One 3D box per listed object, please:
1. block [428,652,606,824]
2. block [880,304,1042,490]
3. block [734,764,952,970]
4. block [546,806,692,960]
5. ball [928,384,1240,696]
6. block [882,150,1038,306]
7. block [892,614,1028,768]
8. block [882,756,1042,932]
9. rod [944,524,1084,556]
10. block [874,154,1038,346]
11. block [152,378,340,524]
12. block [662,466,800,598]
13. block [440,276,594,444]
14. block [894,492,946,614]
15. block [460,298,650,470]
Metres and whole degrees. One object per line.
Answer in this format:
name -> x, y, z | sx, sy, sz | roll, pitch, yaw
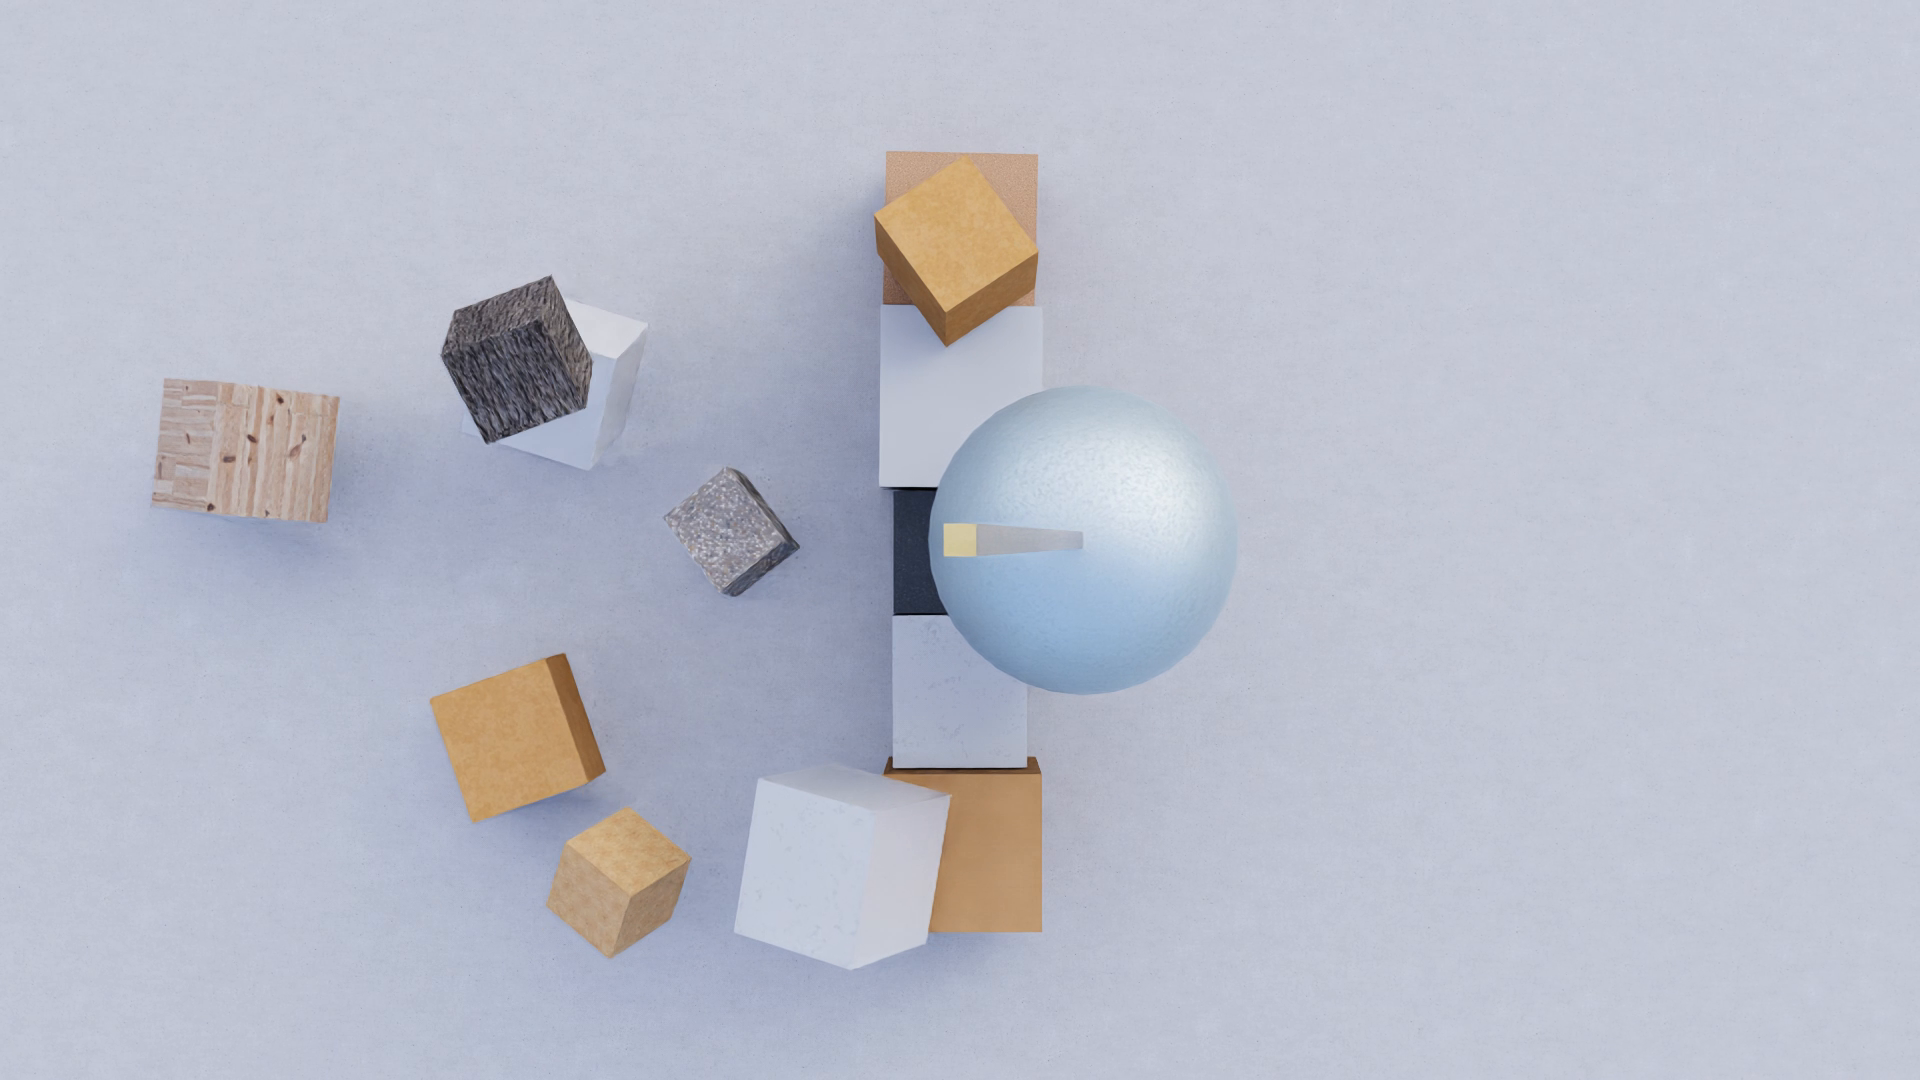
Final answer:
block -> -2.539, 1.130, 12.684 | 0.692, 0.631, 0.742 | -19, 90, 0
block -> 0.005, -0.790, 12.548 | 0.889, 0.904, 0.999 | 1, 90, 0
block -> -0.615, 1.710, 11.661 | 0.721, 0.807, 0.828 | 12, 96, 27
block -> -1.925, 1.930, 12.410 | 0.505, 0.514, 0.502 | 35, 124, 20
ball -> 0.634, 0.000, 11.330 | 1.600, 1.600, 1.600 | 0, 90, 0
block -> 0.003, -1.733, 12.625 | 0.847, 0.751, 0.850 | 1, 90, 0
block -> -0.002, 0.845, 12.629 | 0.747, 0.743, 0.849 | 0, 90, 0
block -> 0.014, 1.713, 12.509 | 0.870, 0.983, 0.863 | 0, 90, 0
rod -> 0.275, 0.000, 7.949 | 0.080, 5.200, 0.080 | 0, 90, 6
block -> -0.021, -1.554, 11.869 | 0.597, 0.567, 0.667 | -34, 79, -8
block -> -4.061, -0.505, 12.513 | 0.633, 0.744, 0.724 | 6, 90, 44
block -> -1.296, -0.042, 12.507 | 0.472, 0.426, 0.537 | -38, 81, 2
block -> -2.255, -0.924, 11.245 | 0.547, 0.576, 0.526 | -19, 118, 5
block -> 0.005, 0.069, 12.695 | 0.761, 0.611, 0.687 | 0, 90, 0
block -> -2.294, -0.929, 12.516 | 0.751, 0.781, 0.675 | 17, 111, 0
